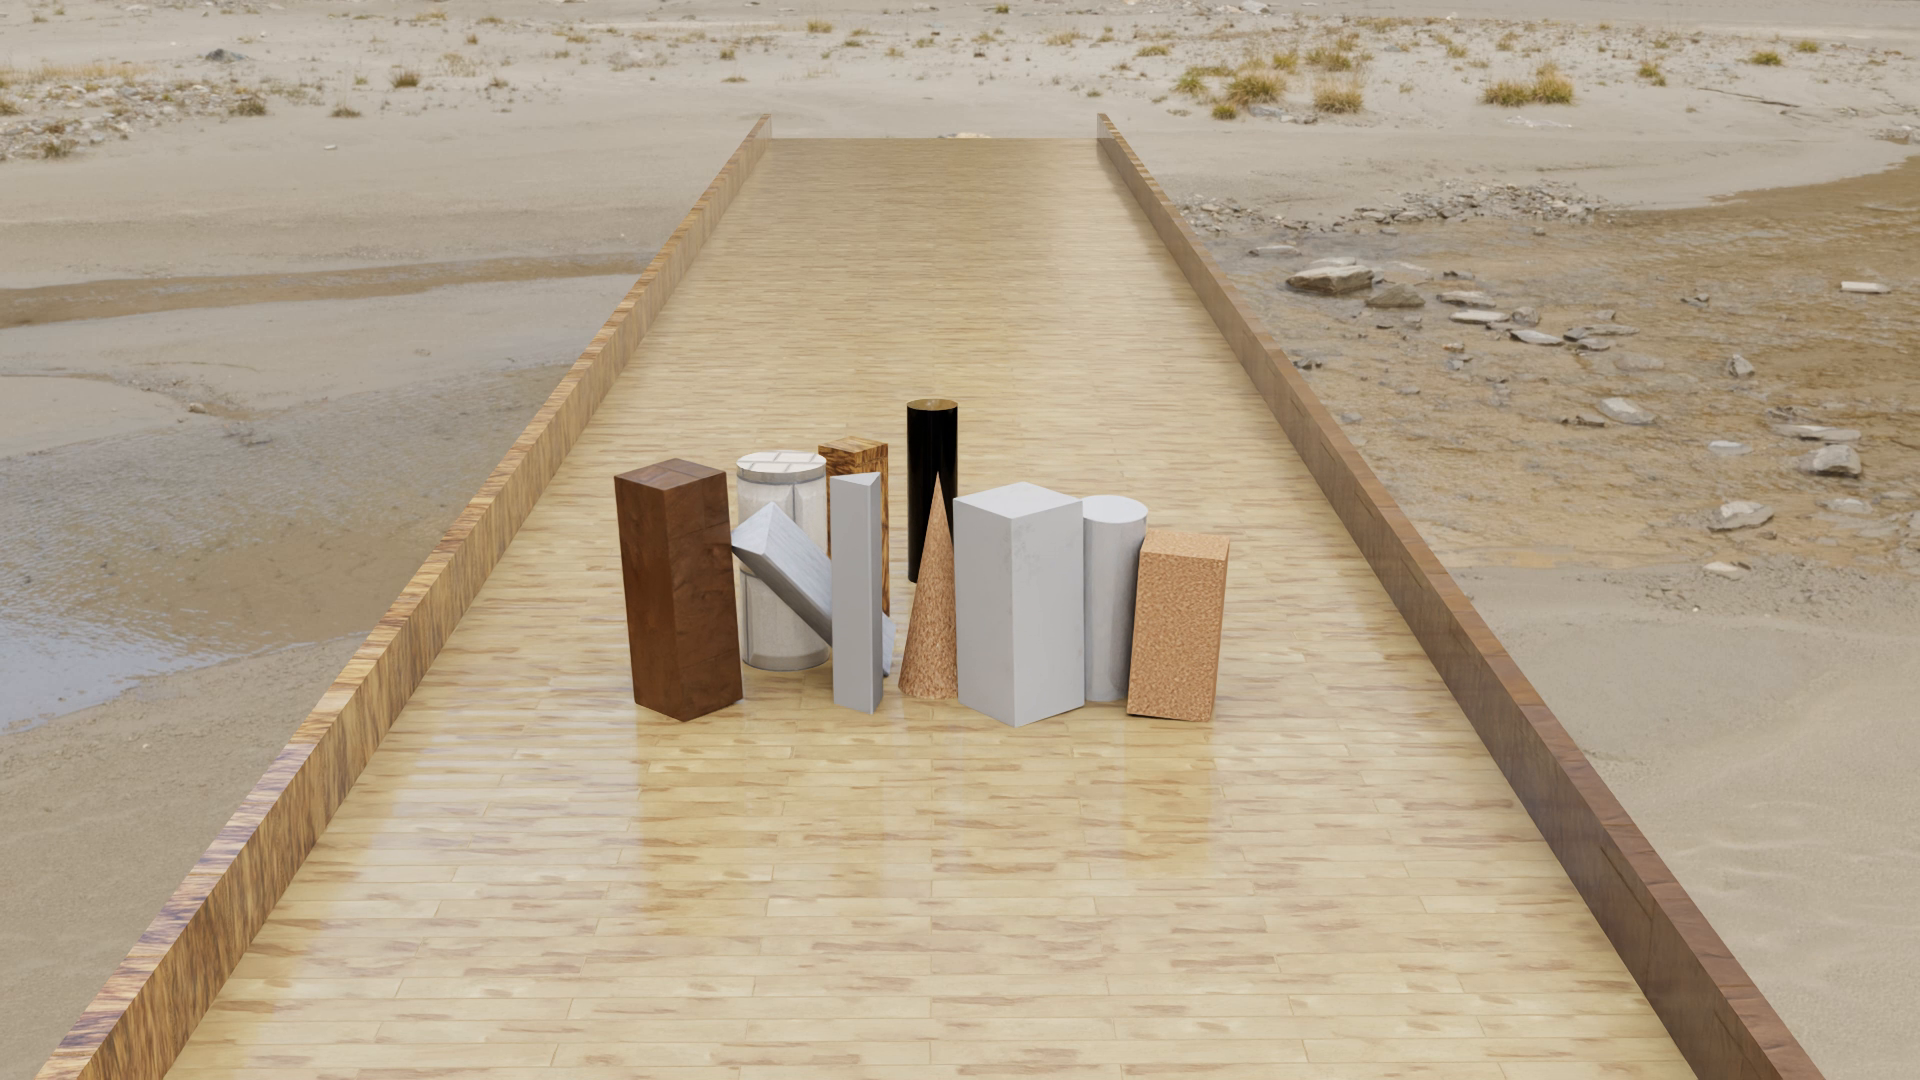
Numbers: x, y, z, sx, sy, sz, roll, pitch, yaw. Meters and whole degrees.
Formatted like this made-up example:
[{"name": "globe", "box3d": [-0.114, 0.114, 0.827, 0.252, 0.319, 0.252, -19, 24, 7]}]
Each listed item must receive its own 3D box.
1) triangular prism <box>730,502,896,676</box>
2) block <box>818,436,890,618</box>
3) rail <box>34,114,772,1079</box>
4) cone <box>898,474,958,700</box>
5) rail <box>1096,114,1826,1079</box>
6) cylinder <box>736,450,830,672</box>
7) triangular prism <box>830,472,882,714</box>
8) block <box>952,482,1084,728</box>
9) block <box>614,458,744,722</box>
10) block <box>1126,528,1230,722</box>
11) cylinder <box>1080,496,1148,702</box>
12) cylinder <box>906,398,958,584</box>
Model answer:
[{"name": "triangular prism", "box3d": [-0.266, 0.091, 4.230, 0.121, 0.441, 0.105, 17, 68, 43]}, {"name": "block", "box3d": [-0.222, -0.017, 4.616, 0.103, 0.380, 0.103, 13, 21, 37]}, {"name": "rail", "box3d": [-1.118, -0.838, 7.780, 0.050, 0.150, 12.000, 0, 17, -1]}, {"name": "cone", "box3d": [-0.042, 0.076, 4.216, 0.157, 0.431, 0.157, 0, 17, 0]}, {"name": "rail", "box3d": [0.932, -0.844, 7.801, 0.050, 0.150, 12.000, 0, 17, -1]}, {"name": "cylinder", "box3d": [-0.351, 0.040, 4.377, 0.176, 0.407, 0.176, 0, 17, 0]}, {"name": "triangular prism", "box3d": [-0.176, 0.096, 4.124, 0.097, 0.445, 0.084, 13, 21, 37]}, {"name": "block", "box3d": [0.111, 0.118, 4.110, 0.170, 0.405, 0.170, -15, 22, -36]}, {"name": "block", "box3d": [-0.524, 0.092, 4.112, 0.146, 0.452, 0.146, 15, 26, 42]}, {"name": "block", "box3d": [0.410, 0.159, 4.123, 0.155, 0.317, 0.155, 6, 17, 9]}, {"name": "cylinder", "box3d": [0.274, 0.111, 4.184, 0.141, 0.368, 0.141, 2, 22, -1]}, {"name": "cylinder", "box3d": [-0.061, -0.106, 4.885, 0.114, 0.399, 0.114, 0, 17, 0]}]
